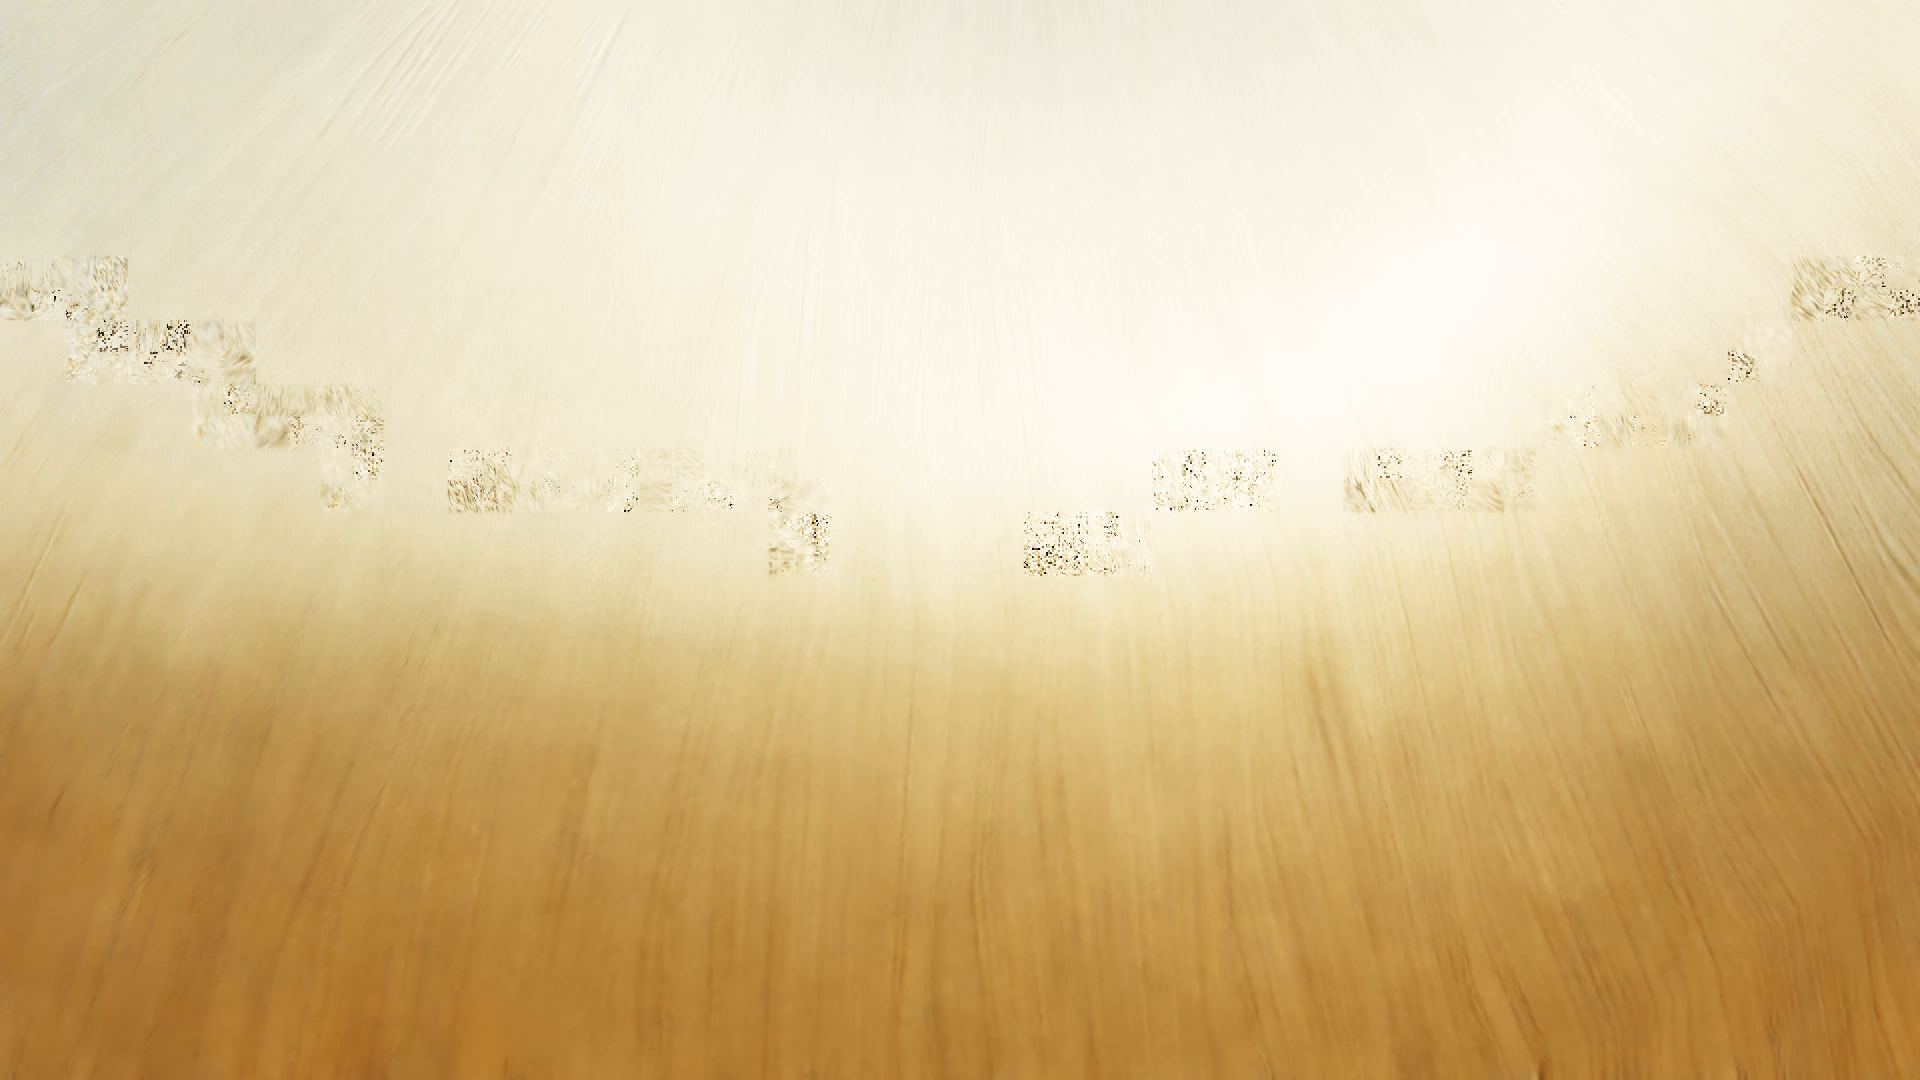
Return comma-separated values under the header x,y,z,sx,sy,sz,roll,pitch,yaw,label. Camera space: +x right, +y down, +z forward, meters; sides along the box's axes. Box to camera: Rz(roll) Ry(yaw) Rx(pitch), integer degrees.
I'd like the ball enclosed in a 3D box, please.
x,y,z,sx,sy,sz,roll,pitch,yaw,label
0.000,-0.002,0.056,0.080,0.080,0.080,0,4,0,ball
